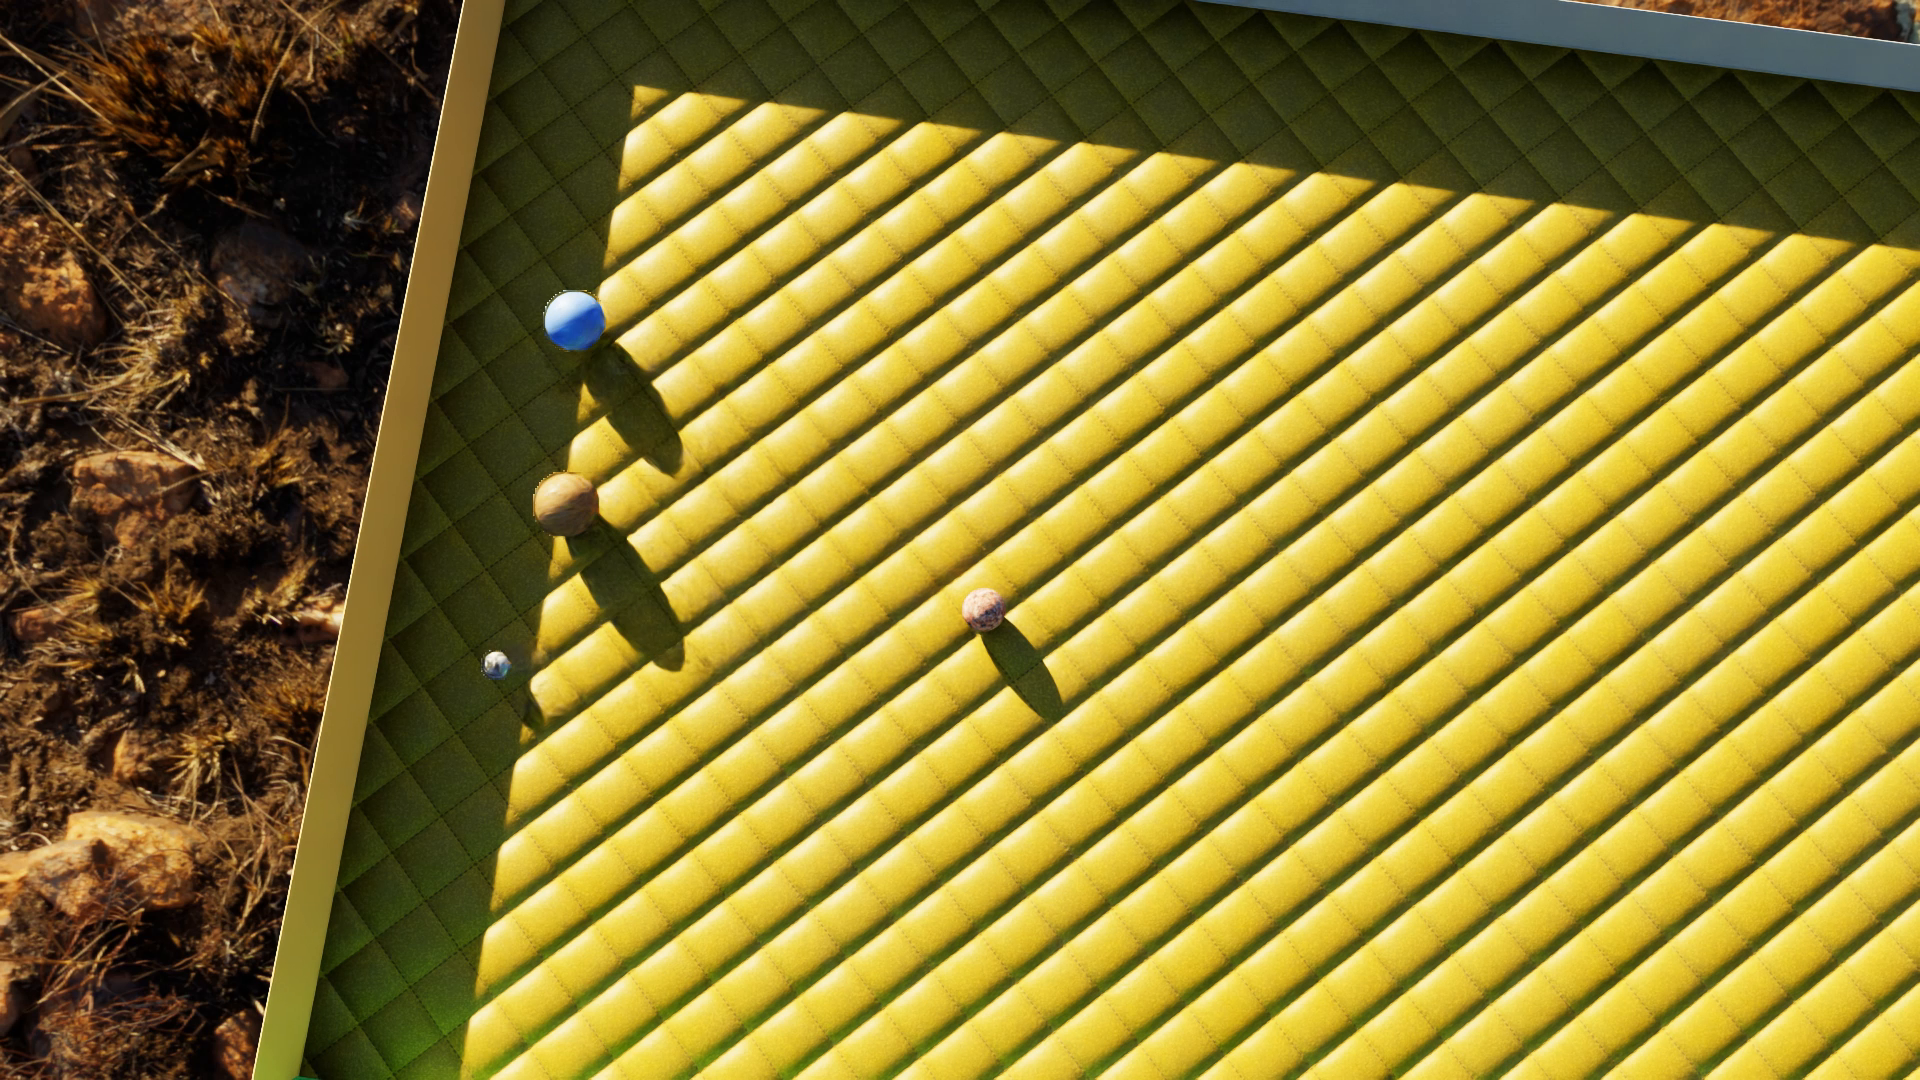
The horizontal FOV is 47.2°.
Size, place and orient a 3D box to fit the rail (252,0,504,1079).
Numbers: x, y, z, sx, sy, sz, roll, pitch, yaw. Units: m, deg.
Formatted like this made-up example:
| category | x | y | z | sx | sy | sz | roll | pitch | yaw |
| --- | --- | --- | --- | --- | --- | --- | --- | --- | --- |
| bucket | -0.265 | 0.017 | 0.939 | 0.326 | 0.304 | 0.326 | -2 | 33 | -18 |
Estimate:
| category | x | y | z | sx | sy | sz | roll | pitch | yaw |
| --- | --- | --- | --- | --- | --- | --- | --- | --- | --- |
| rail | -0.838 | -0.118 | 3.298 | 0.045 | 0.126 | 1.896 | 8 | 78 | 2 |

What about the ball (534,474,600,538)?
| category | x | y | z | sx | sy | sz | roll | pitch | yaw |
| --- | --- | --- | --- | --- | --- | --- | --- | --- | --- |
| ball | -0.589 | -0.052 | 3.300 | 0.097 | 0.097 | 0.097 | 0 | 78 | 0 |

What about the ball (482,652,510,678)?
| category | x | y | z | sx | sy | sz | roll | pitch | yaw |
| --- | --- | --- | --- | --- | --- | --- | --- | --- | --- |
| ball | -0.691 | 0.187 | 3.279 | 0.040 | 0.040 | 0.040 | 0 | 78 | 0 |

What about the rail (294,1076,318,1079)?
| category | x | y | z | sx | sy | sz | roll | pitch | yaw |
| --- | --- | --- | --- | --- | --- | --- | --- | --- | --- |
| rail | 0.736 | 1.005 | 3.065 | 3.477 | 0.126 | 0.045 | 8 | 78 | 2 |

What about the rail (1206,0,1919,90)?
| category | x | y | z | sx | sy | sz | roll | pitch | yaw |
| --- | --- | --- | --- | --- | --- | --- | --- | --- | --- |
| rail | 0.986 | -0.788 | 3.437 | 3.477 | 0.126 | 0.045 | 8 | 78 | 2 |

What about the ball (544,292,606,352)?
| category | x | y | z | sx | sy | sz | roll | pitch | yaw |
| --- | --- | --- | --- | --- | --- | --- | --- | --- | --- |
| ball | -0.588 | -0.334 | 3.362 | 0.091 | 0.091 | 0.091 | 0 | 78 | 0 |

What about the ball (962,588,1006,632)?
| category | x | y | z | sx | sy | sz | roll | pitch | yaw |
| --- | --- | --- | --- | --- | --- | --- | --- | --- | --- |
| ball | 0.036 | 0.104 | 3.284 | 0.065 | 0.065 | 0.065 | 0 | 78 | 0 |
